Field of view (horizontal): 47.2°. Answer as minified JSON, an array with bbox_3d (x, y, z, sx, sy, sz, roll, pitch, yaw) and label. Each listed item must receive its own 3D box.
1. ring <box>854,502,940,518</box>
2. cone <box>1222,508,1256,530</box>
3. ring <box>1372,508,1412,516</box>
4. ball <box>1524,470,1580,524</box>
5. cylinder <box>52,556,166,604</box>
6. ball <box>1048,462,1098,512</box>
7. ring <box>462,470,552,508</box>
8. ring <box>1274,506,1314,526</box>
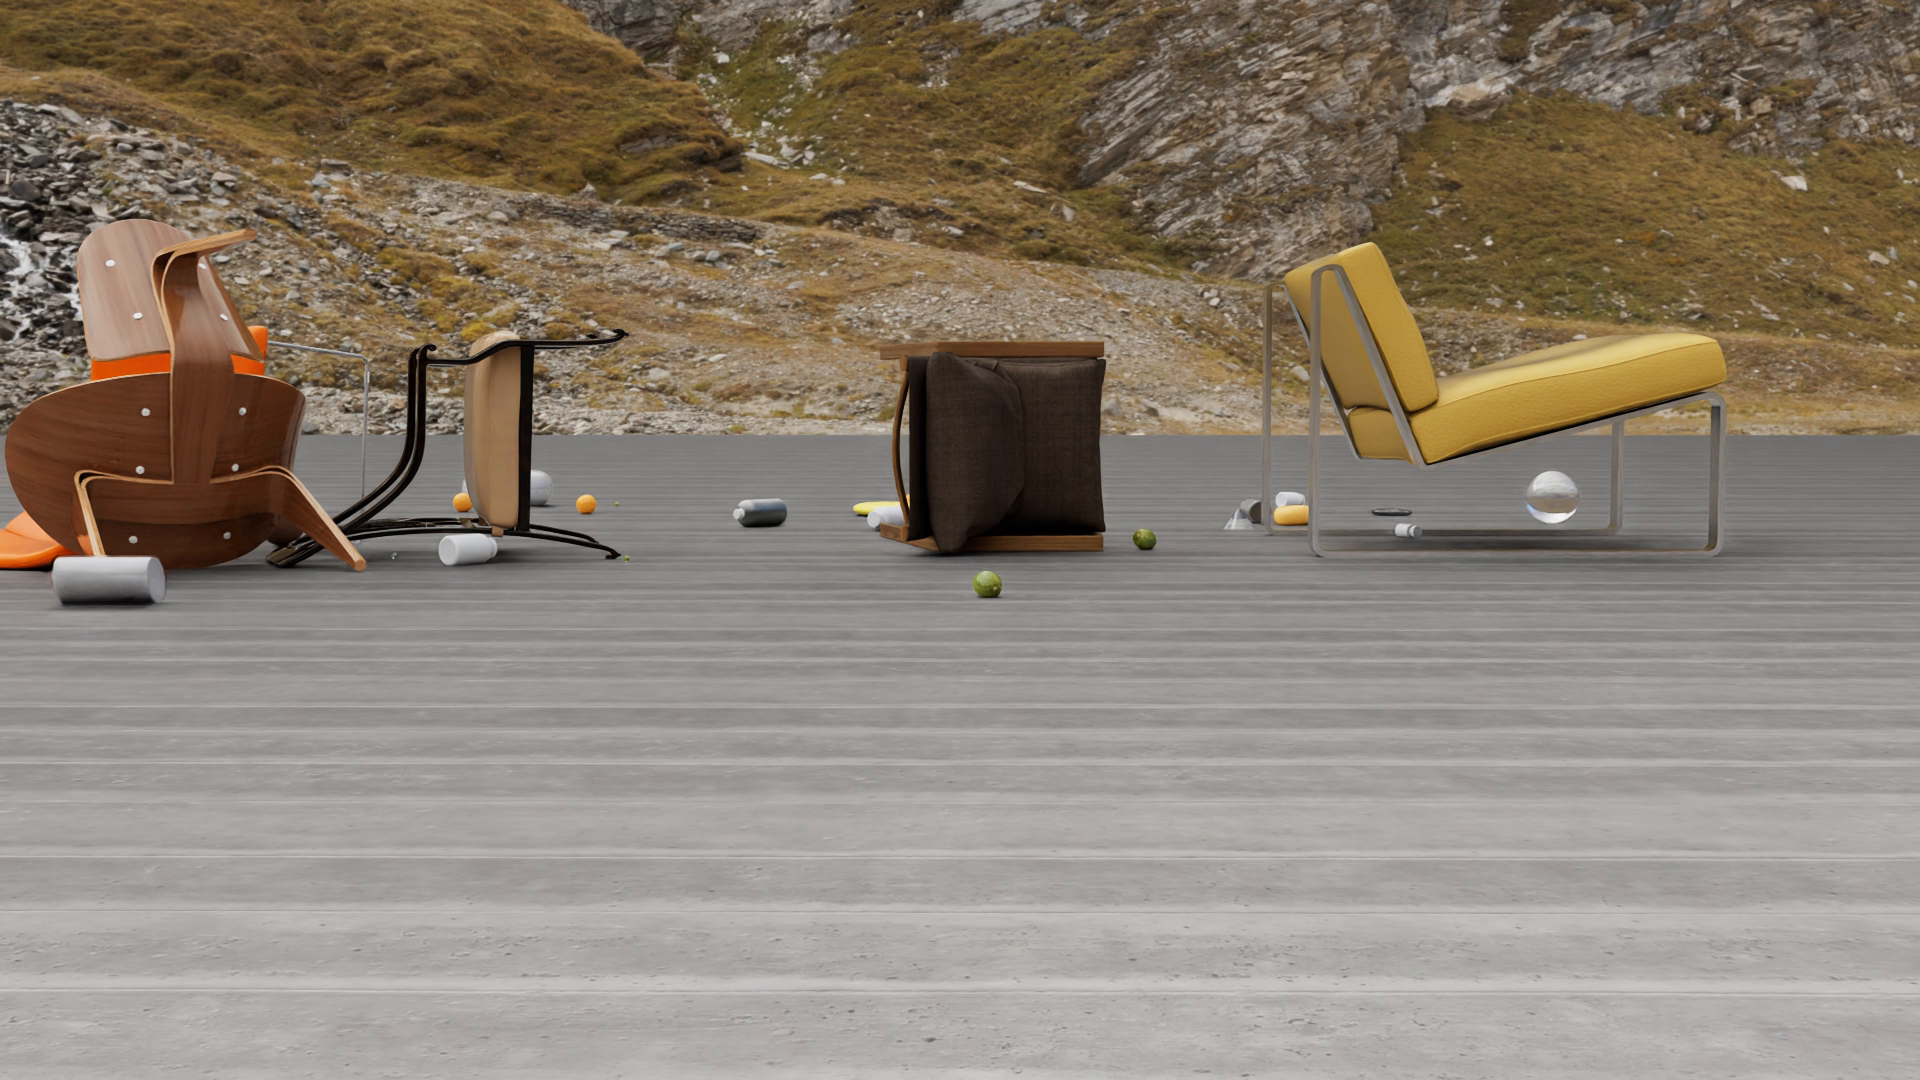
[{"bbox_3d":[-0.225,-0.108,7.806,0.277,0.044,0.358,-3,5,-39],"label":"ring"},{"bbox_3d":[0.899,-0.071,7.090,0.120,0.066,0.116,4,5,44],"label":"cone"},{"bbox_3d":[1.536,-0.098,7.825,0.147,0.022,0.132,4,6,41],"label":"ring"},{"bbox_3d":[1.979,-0.144,7.349,0.177,0.177,0.177,0,4,0],"label":"ball"},{"bbox_3d":[-1.777,0.084,4.593,0.192,0.091,0.123,0,-27,-2],"label":"cylinder"},{"bbox_3d":[0.415,-0.195,8.050,0.182,0.182,0.182,0,4,0],"label":"ball"},{"bbox_3d":[-1.738,-0.197,8.451,0.345,0.135,0.348,-2,5,-16],"label":"ring"},{"bbox_3d":[1.108,-0.081,7.302,0.122,0.060,0.162,1,5,36],"label":"ring"}]
